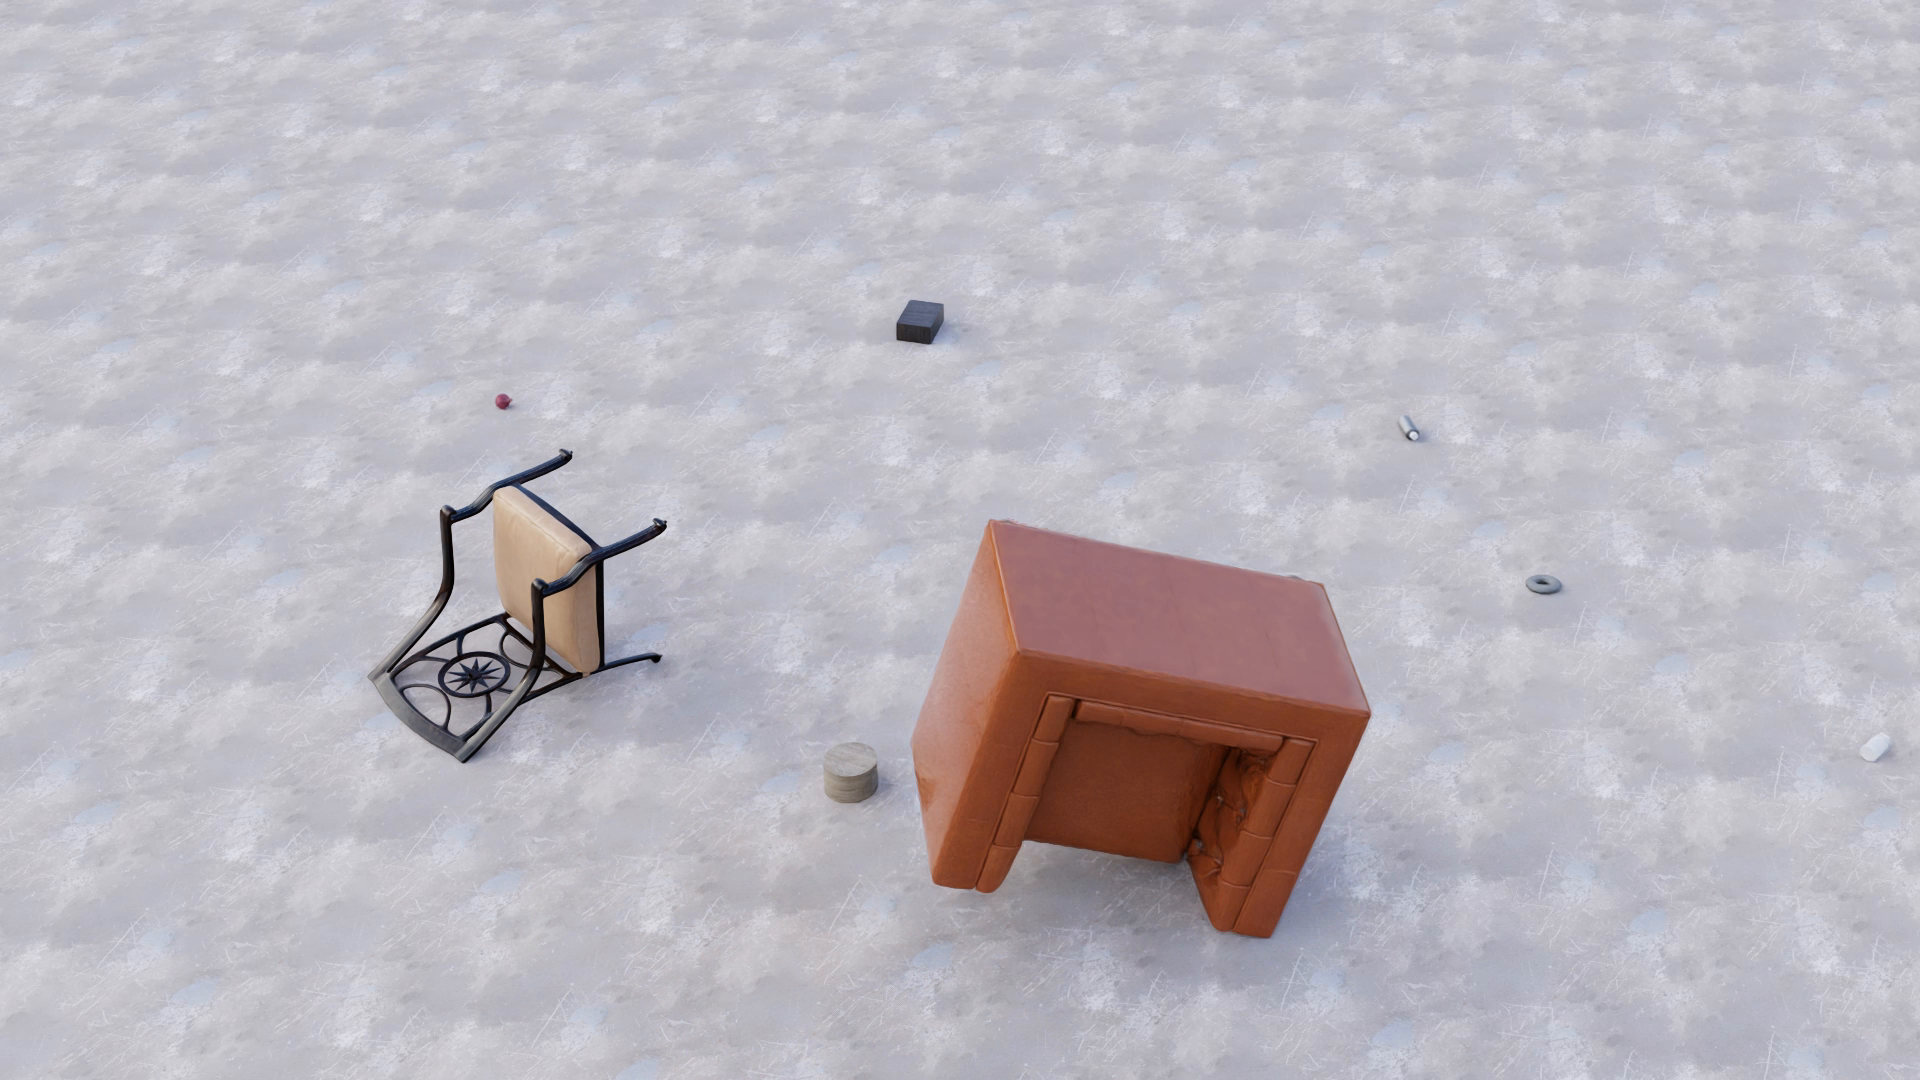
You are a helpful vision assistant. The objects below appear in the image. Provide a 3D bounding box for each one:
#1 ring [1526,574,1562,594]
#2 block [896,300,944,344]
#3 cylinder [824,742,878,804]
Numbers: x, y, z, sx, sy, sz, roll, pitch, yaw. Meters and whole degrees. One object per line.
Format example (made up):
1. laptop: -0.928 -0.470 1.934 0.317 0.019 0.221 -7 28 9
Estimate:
1. ring: 2.124 0.160 10.676 0.130 0.029 0.102 1 34 3
2. block: -0.166 -0.911 12.253 0.147 0.082 0.209 8 34 12
3. cylinder: -0.361 0.768 9.678 0.174 0.112 0.188 20 38 28
